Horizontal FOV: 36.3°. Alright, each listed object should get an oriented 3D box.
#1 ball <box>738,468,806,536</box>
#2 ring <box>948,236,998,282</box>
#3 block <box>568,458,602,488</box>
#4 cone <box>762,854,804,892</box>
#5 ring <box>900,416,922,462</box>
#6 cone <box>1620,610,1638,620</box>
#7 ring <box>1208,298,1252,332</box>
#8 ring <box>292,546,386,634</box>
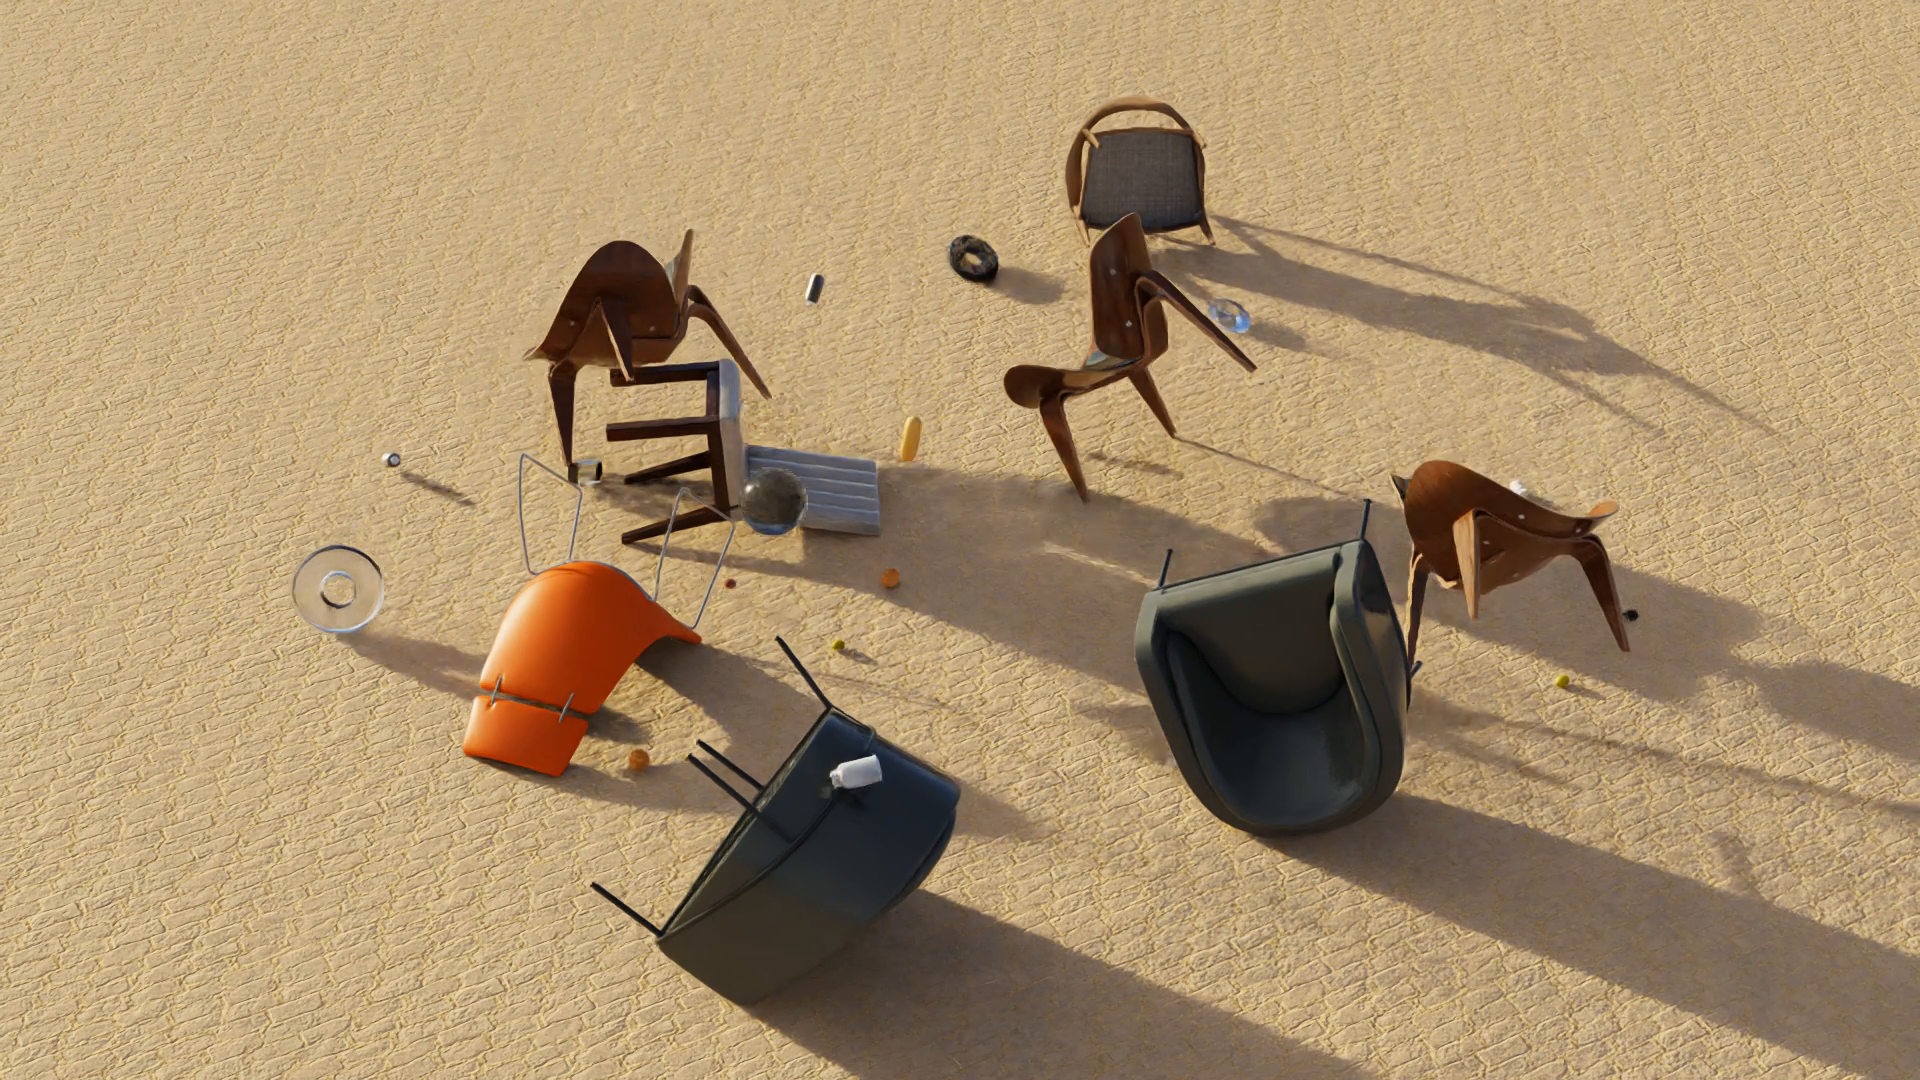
[{"bbox_3d":[-0.662,-0.133,10.354,0.236,0.236,0.236,0,33,0],"label":"ball"},{"bbox_3d":[0.057,-1.216,12.681,0.234,0.063,0.305,11,41,-14],"label":"ring"},{"bbox_3d":[-1.437,-0.258,11.233,0.055,0.081,0.125,22,23,33],"label":"block"},{"bbox_3d":[-0.577,1.075,9.273,0.126,0.088,0.150,-36,30,-14],"label":"cone"},{"bbox_3d":[-0.178,-0.365,10.588,0.057,0.213,0.095,7,45,-6],"label":"ring"},{"bbox_3d":[2.389,0.268,10.520,0.050,0.036,0.065,17,-10,-39],"label":"cone"},{"bbox_3d":[1.133,-0.944,12.312,0.146,0.069,0.239,-19,40,-26],"label":"ring"},{"bbox_3d":[-2.203,0.176,10.396,0.324,0.328,0.084,-17,19,-6],"label":"ring"}]
